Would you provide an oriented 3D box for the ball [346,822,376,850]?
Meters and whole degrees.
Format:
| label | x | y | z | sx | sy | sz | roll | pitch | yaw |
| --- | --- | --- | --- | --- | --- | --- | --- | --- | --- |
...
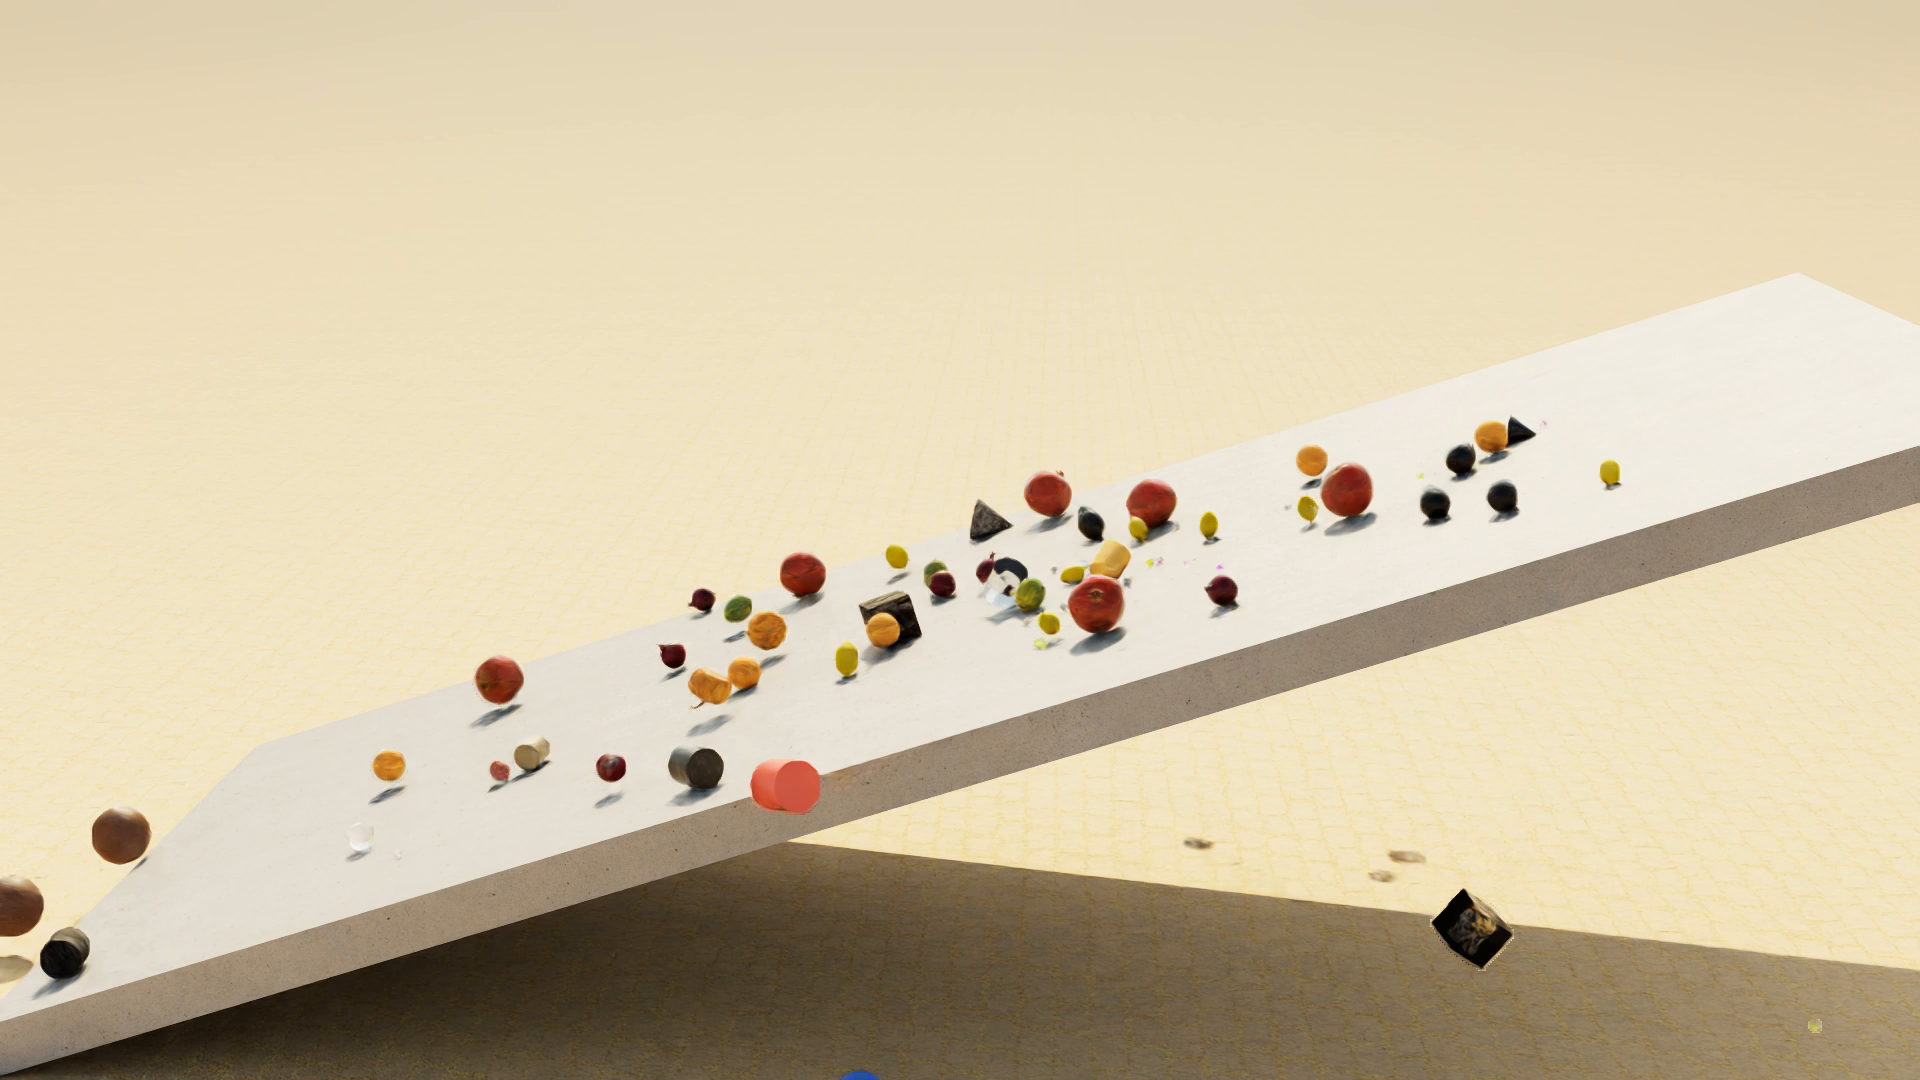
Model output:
| label | x | y | z | sx | sy | sz | roll | pitch | yaw |
| --- | --- | --- | --- | --- | --- | --- | --- | --- | --- |
| ball | -1.208 | 0.598 | 5.929 | 0.056 | 0.056 | 0.056 | 0 | 11 | 0 |

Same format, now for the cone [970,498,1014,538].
| label | x | y | z | sx | sy | sz | roll | pitch | yaw |
| --- | --- | --- | --- | --- | --- | --- | --- | --- | --- |
| cone | 0.084 | -0.043 | 7.114 | 0.099 | 0.099 | 0.099 | 11 | 13 | 9 |

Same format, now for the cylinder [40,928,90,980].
| label | x | y | z | sx | sy | sz | roll | pitch | yaw |
| --- | --- | --- | --- | --- | --- | --- | --- | --- | --- |
| cylinder | -1.731 | 0.799 | 5.690 | 0.080 | 0.080 | 0.080 | -1 | 10 | -4 |

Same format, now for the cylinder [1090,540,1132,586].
| label | x | y | z | sx | sy | sz | roll | pitch | yaw |
| --- | --- | --- | --- | --- | --- | --- | --- | --- | --- |
| cylinder | 0.313 | 0.048 | 6.131 | 0.065 | 0.065 | 0.065 | 7 | 46 | 32 |

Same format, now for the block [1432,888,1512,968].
| label | x | y | z | sx | sy | sz | roll | pitch | yaw |
| --- | --- | --- | --- | --- | --- | --- | --- | --- | --- |
| block | 0.891 | 0.675 | 5.114 | 0.082 | 0.082 | 0.082 | 34 | 12 | -29 |

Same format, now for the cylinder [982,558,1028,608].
| label | x | y | z | sx | sy | sz | roll | pitch | yaw |
| --- | --- | --- | --- | --- | --- | --- | --- | --- | --- |
| cylinder | 0.097 | 0.090 | 6.221 | 0.077 | 0.077 | 0.077 | 12 | 47 | -14 |

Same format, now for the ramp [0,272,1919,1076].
| label | x | y | z | sx | sy | sz | roll | pitch | yaw |
| --- | --- | --- | --- | --- | --- | --- | --- | --- | --- |
| ramp | 0.100 | 0.183 | 6.312 | 4.000 | 0.100 | 2.000 | -17 | 10 | 5 |

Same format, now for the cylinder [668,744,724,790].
| label | x | y | z | sx | sy | sz | roll | pitch | yaw |
| --- | --- | --- | --- | --- | --- | --- | --- | --- | --- |
| cylinder | -0.498 | 0.427 | 5.542 | 0.077 | 0.077 | 0.077 | -8 | 7 | -33 |

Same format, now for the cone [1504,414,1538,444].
| label | x | y | z | sx | sy | sz | roll | pitch | yaw |
| --- | --- | --- | --- | --- | --- | --- | --- | --- | --- |
| cone | 1.194 | -0.229 | 6.245 | 0.066 | 0.066 | 0.066 | 12 | 13 | 10 |

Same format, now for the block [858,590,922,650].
| label | x | y | z | sx | sy | sz | roll | pitch | yaw |
| --- | --- | --- | --- | --- | --- | --- | --- | --- | --- |
| block | -0.149 | 0.169 | 6.271 | 0.092 | 0.092 | 0.092 | -21 | 11 | -14 |
